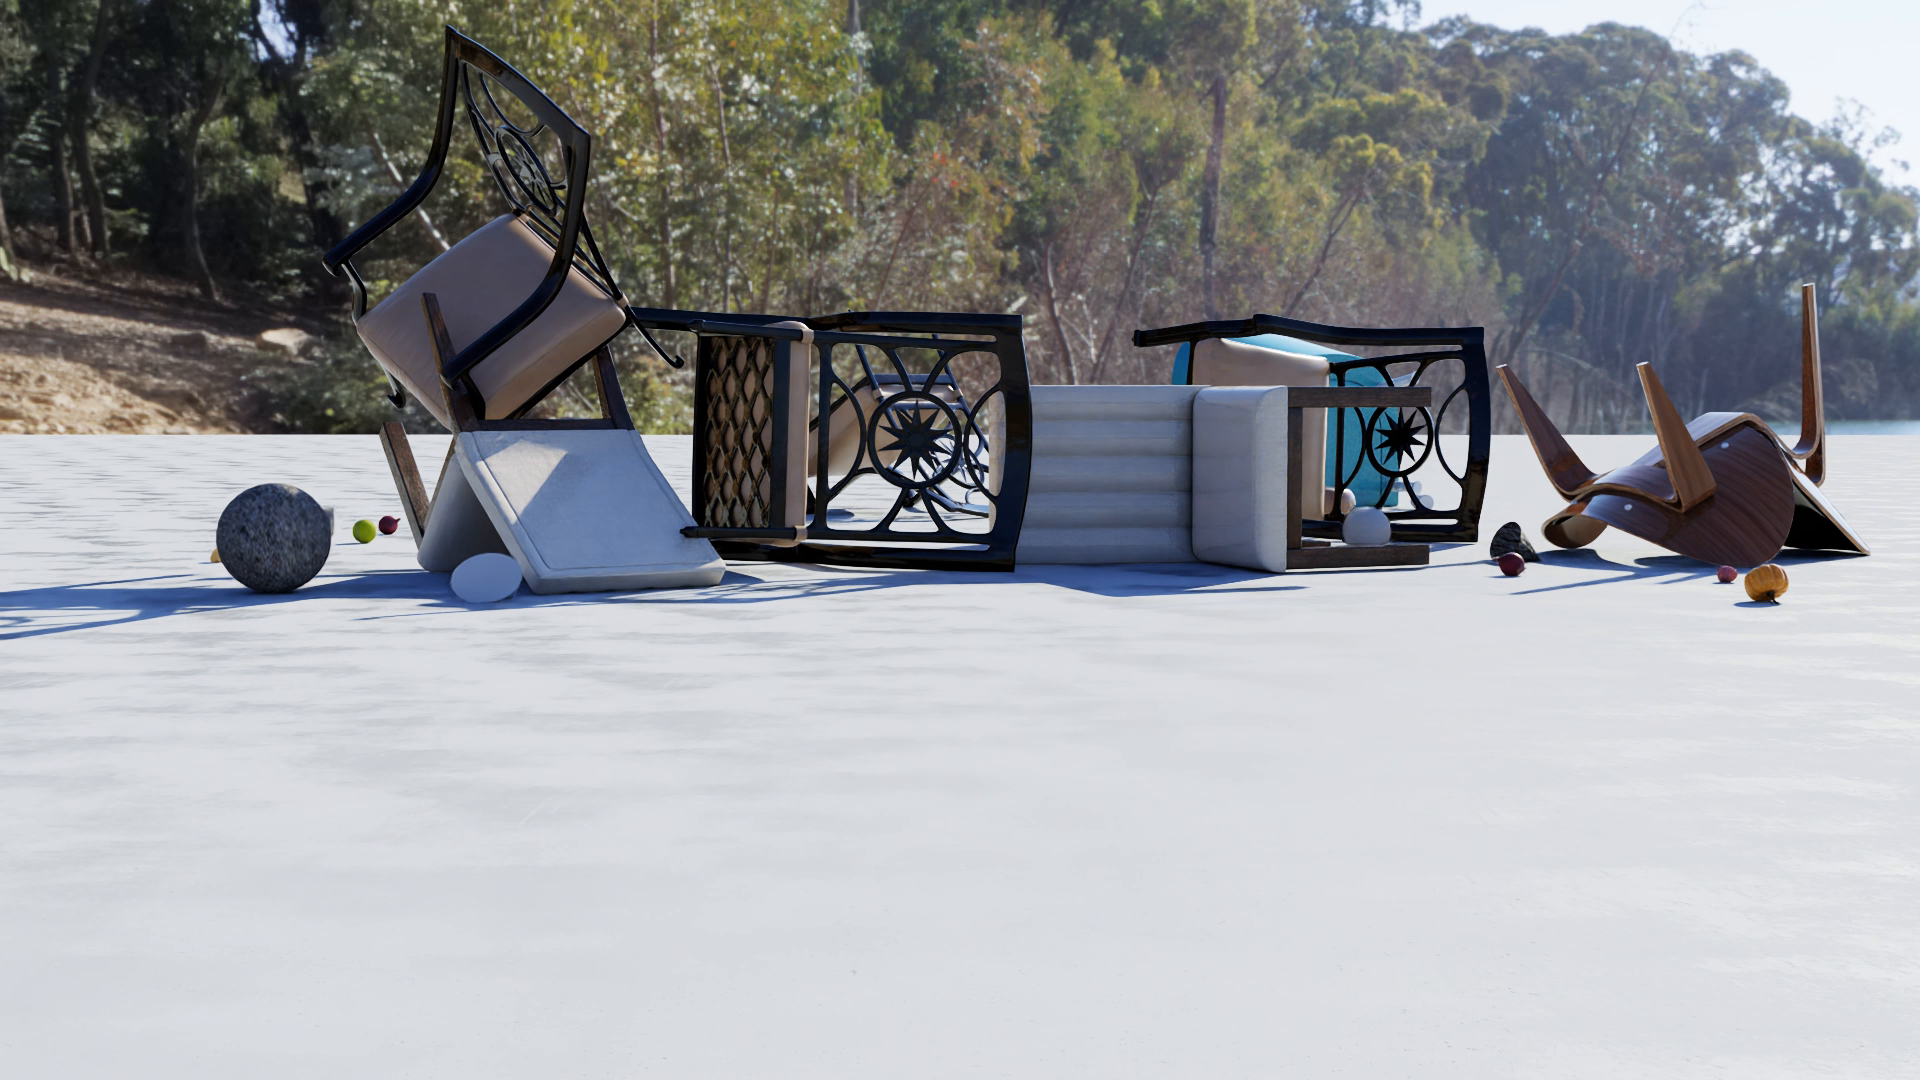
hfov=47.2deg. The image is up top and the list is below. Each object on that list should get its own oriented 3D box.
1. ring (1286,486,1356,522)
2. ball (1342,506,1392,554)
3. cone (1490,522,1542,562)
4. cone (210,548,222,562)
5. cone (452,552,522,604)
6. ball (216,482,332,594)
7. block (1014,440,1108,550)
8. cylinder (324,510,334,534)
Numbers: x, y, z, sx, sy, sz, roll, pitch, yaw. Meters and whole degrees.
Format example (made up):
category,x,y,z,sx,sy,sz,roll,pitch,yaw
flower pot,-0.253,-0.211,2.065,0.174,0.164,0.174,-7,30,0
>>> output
category,x,y,z,sx,sy,sz,roll,pitch,yaw
ring,1.223,-0.120,7.454,0.231,0.118,0.242,5,5,43
ball,1.106,-0.027,5.982,0.131,0.131,0.131,0,4,0
cone,1.471,0.030,5.741,0.111,0.115,0.208,27,6,-6
cone,-1.914,0.046,5.716,0.062,0.052,0.041,4,-26,47
cone,-0.980,0.102,4.680,0.176,0.116,0.107,2,-24,23
ball,-1.509,-0.005,4.840,0.243,0.243,0.243,0,4,0
block,0.288,-0.136,6.350,0.164,0.299,0.346,-1,4,-16
cylinder,-1.971,-0.055,6.774,0.082,0.078,0.100,-1,-9,-15
